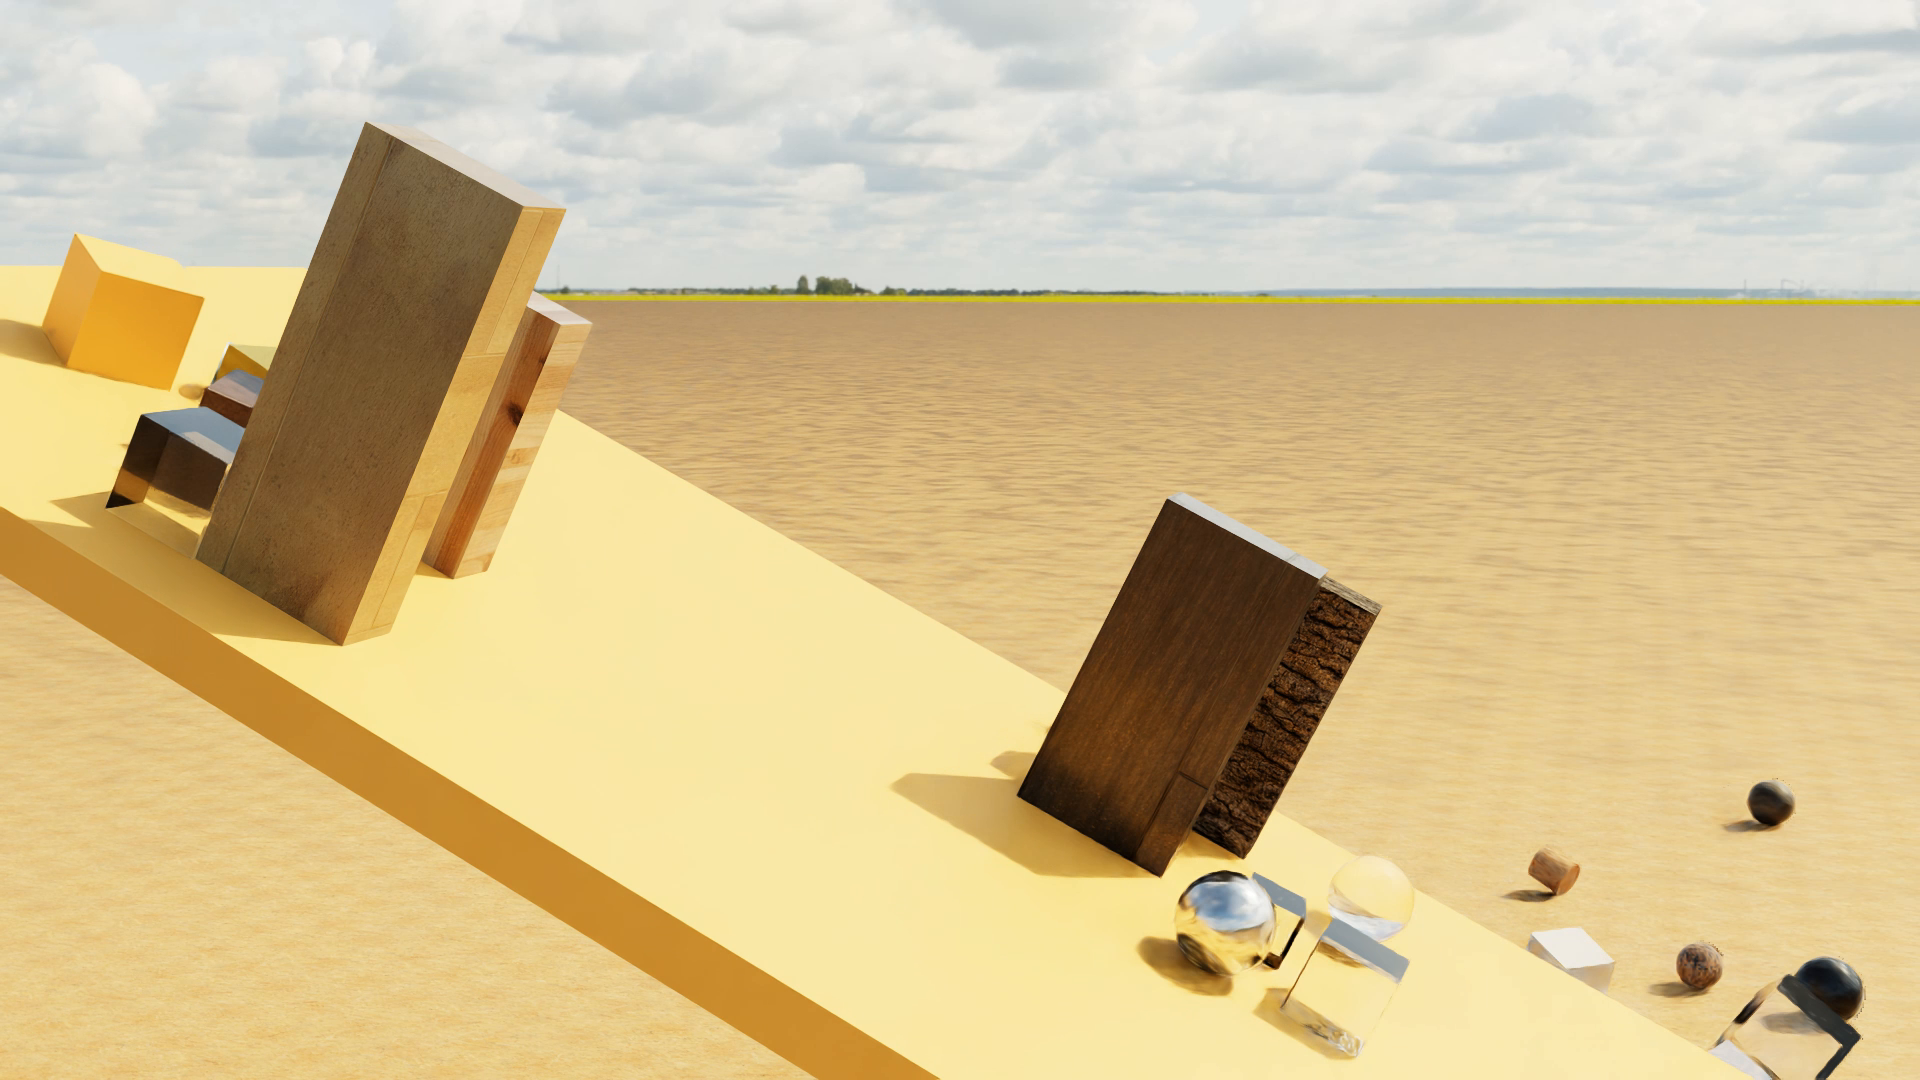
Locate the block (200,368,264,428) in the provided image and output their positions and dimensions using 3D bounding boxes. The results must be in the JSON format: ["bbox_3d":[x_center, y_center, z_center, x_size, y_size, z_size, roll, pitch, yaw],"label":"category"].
[{"bbox_3d":[-1.263,-0.172,3.923,0.180,0.180,0.180,24,14,-7],"label":"block"}]

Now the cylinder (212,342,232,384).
[{"bbox_3d":[-1.410,-0.318,4.343,0.114,0.114,0.114,21,0,-18],"label":"cylinder"}]

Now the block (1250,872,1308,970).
[{"bbox_3d":[0.568,0.707,4.084,0.112,0.112,0.112,27,14,5],"label":"block"}]

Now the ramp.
[{"bbox_3d":[-0.246,0.415,4.160,4.000,0.100,2.000,29,14,12],"label":"ramp"}]

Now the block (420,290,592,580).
[{"bbox_3d":[-0.984,-0.264,4.049,0.440,0.517,0.124,29,14,12],"label":"block"}]

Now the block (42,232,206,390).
[{"bbox_3d":[-1.614,-0.439,4.239,0.201,0.201,0.201,14,18,-41],"label":"block"}]

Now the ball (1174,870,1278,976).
[{"bbox_3d":[0.467,0.675,3.874,0.183,0.183,0.183,0,7,0],"label":"ball"}]

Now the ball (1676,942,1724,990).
[{"bbox_3d":[1.920,1.105,5.708,0.119,0.119,0.119,0,7,0],"label":"ball"}]

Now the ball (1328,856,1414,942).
[{"bbox_3d":[0.818,0.715,4.376,0.172,0.172,0.172,0,7,0],"label":"ball"}]

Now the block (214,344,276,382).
[{"bbox_3d":[-1.308,-0.260,4.198,0.165,0.165,0.165,31,15,22],"label":"block"}]

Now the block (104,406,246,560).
[{"bbox_3d":[-1.265,-0.098,3.652,0.176,0.176,0.176,28,14,11],"label":"block"}]

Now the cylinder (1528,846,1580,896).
[{"bbox_3d":[1.777,0.988,6.576,0.108,0.108,0.108,-7,32,-43],"label":"cylinder"}]

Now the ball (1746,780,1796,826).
[{"bbox_3d":[2.731,0.884,7.405,0.152,0.152,0.152,0,7,0],"label":"ball"}]

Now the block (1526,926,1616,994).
[{"bbox_3d":[1.526,1.088,5.537,0.151,0.151,0.151,-3,27,-22],"label":"block"}]

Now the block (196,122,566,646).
[{"bbox_3d":[-0.934,-0.246,3.527,0.300,0.775,0.141,29,14,12],"label":"block"}]

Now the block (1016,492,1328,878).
[{"bbox_3d":[0.406,0.277,4.231,0.321,0.659,0.134,29,14,12],"label":"block"}]

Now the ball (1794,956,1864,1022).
[{"bbox_3d":[2.142,1.114,5.431,0.168,0.168,0.168,0,7,0],"label":"ball"}]

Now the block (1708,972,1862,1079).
[{"bbox_3d":[1.801,1.102,4.810,0.194,0.194,0.194,42,-15,16],"label":"block"}]

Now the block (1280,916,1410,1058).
[{"bbox_3d":[0.683,0.790,3.893,0.154,0.154,0.154,29,14,15],"label":"block"}]

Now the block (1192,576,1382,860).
[{"bbox_3d":[0.568,0.310,4.564,0.370,0.581,0.129,29,14,12],"label":"block"}]
